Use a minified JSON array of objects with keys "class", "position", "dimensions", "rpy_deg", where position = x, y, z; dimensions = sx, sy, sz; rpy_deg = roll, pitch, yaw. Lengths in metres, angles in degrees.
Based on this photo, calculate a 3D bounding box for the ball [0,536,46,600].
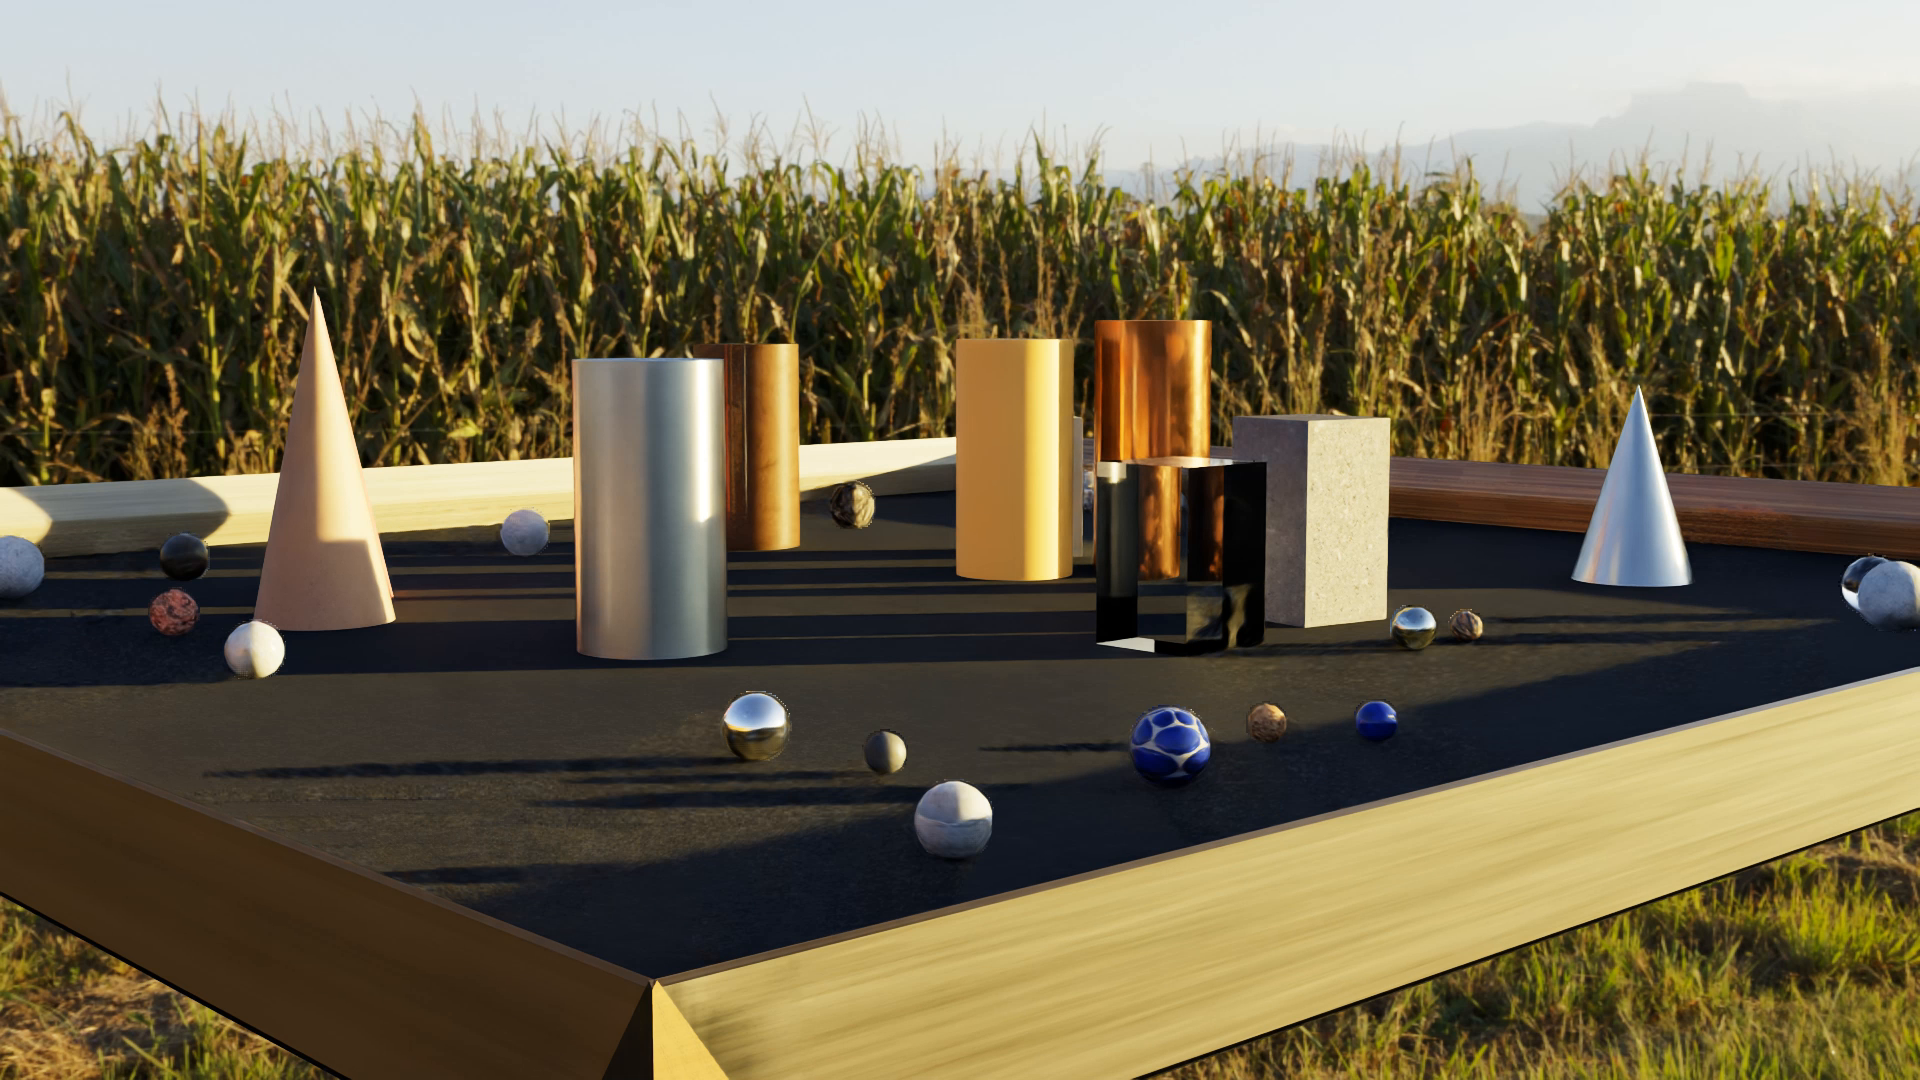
[{"class":"ball","position":[-1.468,0.043,3.400],"dimensions":[0.099,0.099,0.099],"rpy_deg":[0,6,0]}]

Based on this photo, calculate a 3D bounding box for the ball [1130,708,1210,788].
[{"class":"ball","position":[0.197,0.194,2.060],"dimensions":[0.075,0.075,0.075],"rpy_deg":[0,6,0]}]

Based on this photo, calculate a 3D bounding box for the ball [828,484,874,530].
[{"class":"ball","position":[-0.221,-0.068,4.491],"dimensions":[0.094,0.094,0.094],"rpy_deg":[0,6,0]}]

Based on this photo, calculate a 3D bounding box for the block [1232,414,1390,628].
[{"class":"block","position":[0.508,-0.033,3.196],"dimensions":[0.159,0.291,0.159],"rpy_deg":[-4,7,-34]}]

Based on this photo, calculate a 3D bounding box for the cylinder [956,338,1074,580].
[{"class":"cylinder","position":[0.093,-0.140,3.719],"dimensions":[0.199,0.397,0.199],"rpy_deg":[0,6,0]}]

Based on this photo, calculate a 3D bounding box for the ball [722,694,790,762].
[{"class":"ball","position":[-0.203,0.186,2.182],"dimensions":[0.067,0.067,0.067],"rpy_deg":[0,6,0]}]

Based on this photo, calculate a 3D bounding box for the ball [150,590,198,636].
[{"class":"ball","position":[-1.080,0.100,3.022],"dimensions":[0.063,0.063,0.063],"rpy_deg":[0,6,0]}]

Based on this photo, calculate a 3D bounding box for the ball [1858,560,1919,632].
[{"class":"ball","position":[1.299,0.079,3.052],"dimensions":[0.099,0.099,0.099],"rpy_deg":[0,6,0]}]

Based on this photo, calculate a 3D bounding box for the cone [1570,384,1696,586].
[{"class":"cone","position":[1.120,-0.097,3.646],"dimensions":[0.199,0.325,0.199],"rpy_deg":[0,6,0]}]

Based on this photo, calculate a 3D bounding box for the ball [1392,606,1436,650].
[{"class":"ball","position":[0.598,0.116,2.892],"dimensions":[0.058,0.058,0.058],"rpy_deg":[0,6,0]}]

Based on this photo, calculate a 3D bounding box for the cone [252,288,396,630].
[{"class":"cone","position":[-0.916,-0.122,3.146],"dimensions":[0.199,0.479,0.199],"rpy_deg":[0,6,0]}]

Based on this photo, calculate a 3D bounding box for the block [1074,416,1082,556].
[{"class":"block","position":[0.129,-0.102,4.046],"dimensions":[0.159,0.252,0.159],"rpy_deg":[-1,6,-10]}]

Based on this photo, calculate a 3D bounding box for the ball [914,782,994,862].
[{"class":"ball","position":[-0.005,0.228,1.785],"dimensions":[0.064,0.064,0.064],"rpy_deg":[0,6,0]}]

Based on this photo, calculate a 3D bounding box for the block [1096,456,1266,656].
[{"class":"block","position":[0.295,0.018,2.937],"dimensions":[0.159,0.245,0.159],"rpy_deg":[-6,8,-43]}]

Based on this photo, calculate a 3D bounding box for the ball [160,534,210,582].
[{"class":"ball","position":[-1.281,0.029,3.631],"dimensions":[0.078,0.078,0.078],"rpy_deg":[0,6,0]}]

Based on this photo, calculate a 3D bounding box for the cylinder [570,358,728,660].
[{"class":"cylinder","position":[-0.408,-0.046,2.895],"dimensions":[0.199,0.381,0.199],"rpy_deg":[0,6,0]}]

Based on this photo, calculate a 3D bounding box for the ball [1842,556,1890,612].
[{"class":"ball","position":[1.342,0.067,3.234],"dimensions":[0.086,0.086,0.086],"rpy_deg":[0,6,0]}]

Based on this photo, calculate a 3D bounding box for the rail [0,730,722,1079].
[{"class":"rail","position":[-1.210,0.149,2.222],"dimensions":[0.045,0.129,3.193],"rpy_deg":[-5,8,-42]}]

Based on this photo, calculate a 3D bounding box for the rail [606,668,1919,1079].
[{"class":"rail","position":[1.067,0.153,2.182],"dimensions":[3.339,0.129,0.045],"rpy_deg":[-5,8,-42]}]

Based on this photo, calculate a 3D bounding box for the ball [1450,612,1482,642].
[{"class":"ball","position":[0.682,0.117,2.958],"dimensions":[0.042,0.042,0.042],"rpy_deg":[0,6,0]}]

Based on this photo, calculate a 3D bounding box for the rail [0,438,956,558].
[{"class":"rail","position":[-1.067,-0.086,4.482],"dimensions":[3.339,0.129,0.045],"rpy_deg":[-5,8,-42]}]

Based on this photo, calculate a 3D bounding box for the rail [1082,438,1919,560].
[{"class":"rail","position":[1.210,-0.082,4.442],"dimensions":[0.045,0.129,3.193],"rpy_deg":[-5,8,-42]}]

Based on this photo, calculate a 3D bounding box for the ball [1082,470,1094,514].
[{"class":"ball","position":[0.275,-0.105,4.833],"dimensions":[0.096,0.096,0.096],"rpy_deg":[0,6,0]}]

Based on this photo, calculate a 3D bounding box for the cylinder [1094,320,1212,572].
[{"class":"cylinder","position":[0.329,-0.161,3.767],"dimensions":[0.199,0.428,0.199],"rpy_deg":[0,6,0]}]

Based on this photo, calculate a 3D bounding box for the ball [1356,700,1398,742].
[{"class":"ball","position":[0.431,0.188,2.275],"dimensions":[0.043,0.043,0.043],"rpy_deg":[0,6,0]}]

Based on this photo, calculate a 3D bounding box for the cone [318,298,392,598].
[{"class":"cone","position":[-0.986,-0.143,3.402],"dimensions":[0.199,0.469,0.199],"rpy_deg":[0,6,0]}]

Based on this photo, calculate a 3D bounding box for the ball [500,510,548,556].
[{"class":"ball","position":[-0.790,-0.013,3.994],"dimensions":[0.086,0.086,0.086],"rpy_deg":[0,6,0]}]

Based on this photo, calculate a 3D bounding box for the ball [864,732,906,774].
[{"class":"ball","position":[-0.072,0.205,2.121],"dimensions":[0.040,0.040,0.040],"rpy_deg":[0,6,0]}]

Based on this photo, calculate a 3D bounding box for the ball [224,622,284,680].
[{"class":"ball","position":[-0.855,0.134,2.666],"dimensions":[0.069,0.069,0.069],"rpy_deg":[0,6,0]}]

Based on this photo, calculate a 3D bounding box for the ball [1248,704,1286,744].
[{"class":"ball","position":[0.317,0.190,2.272],"dimensions":[0.040,0.040,0.040],"rpy_deg":[0,6,0]}]

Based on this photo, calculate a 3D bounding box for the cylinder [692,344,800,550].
[{"class":"cylinder","position":[-0.405,-0.180,4.174],"dimensions":[0.199,0.382,0.199],"rpy_deg":[0,6,0]}]
